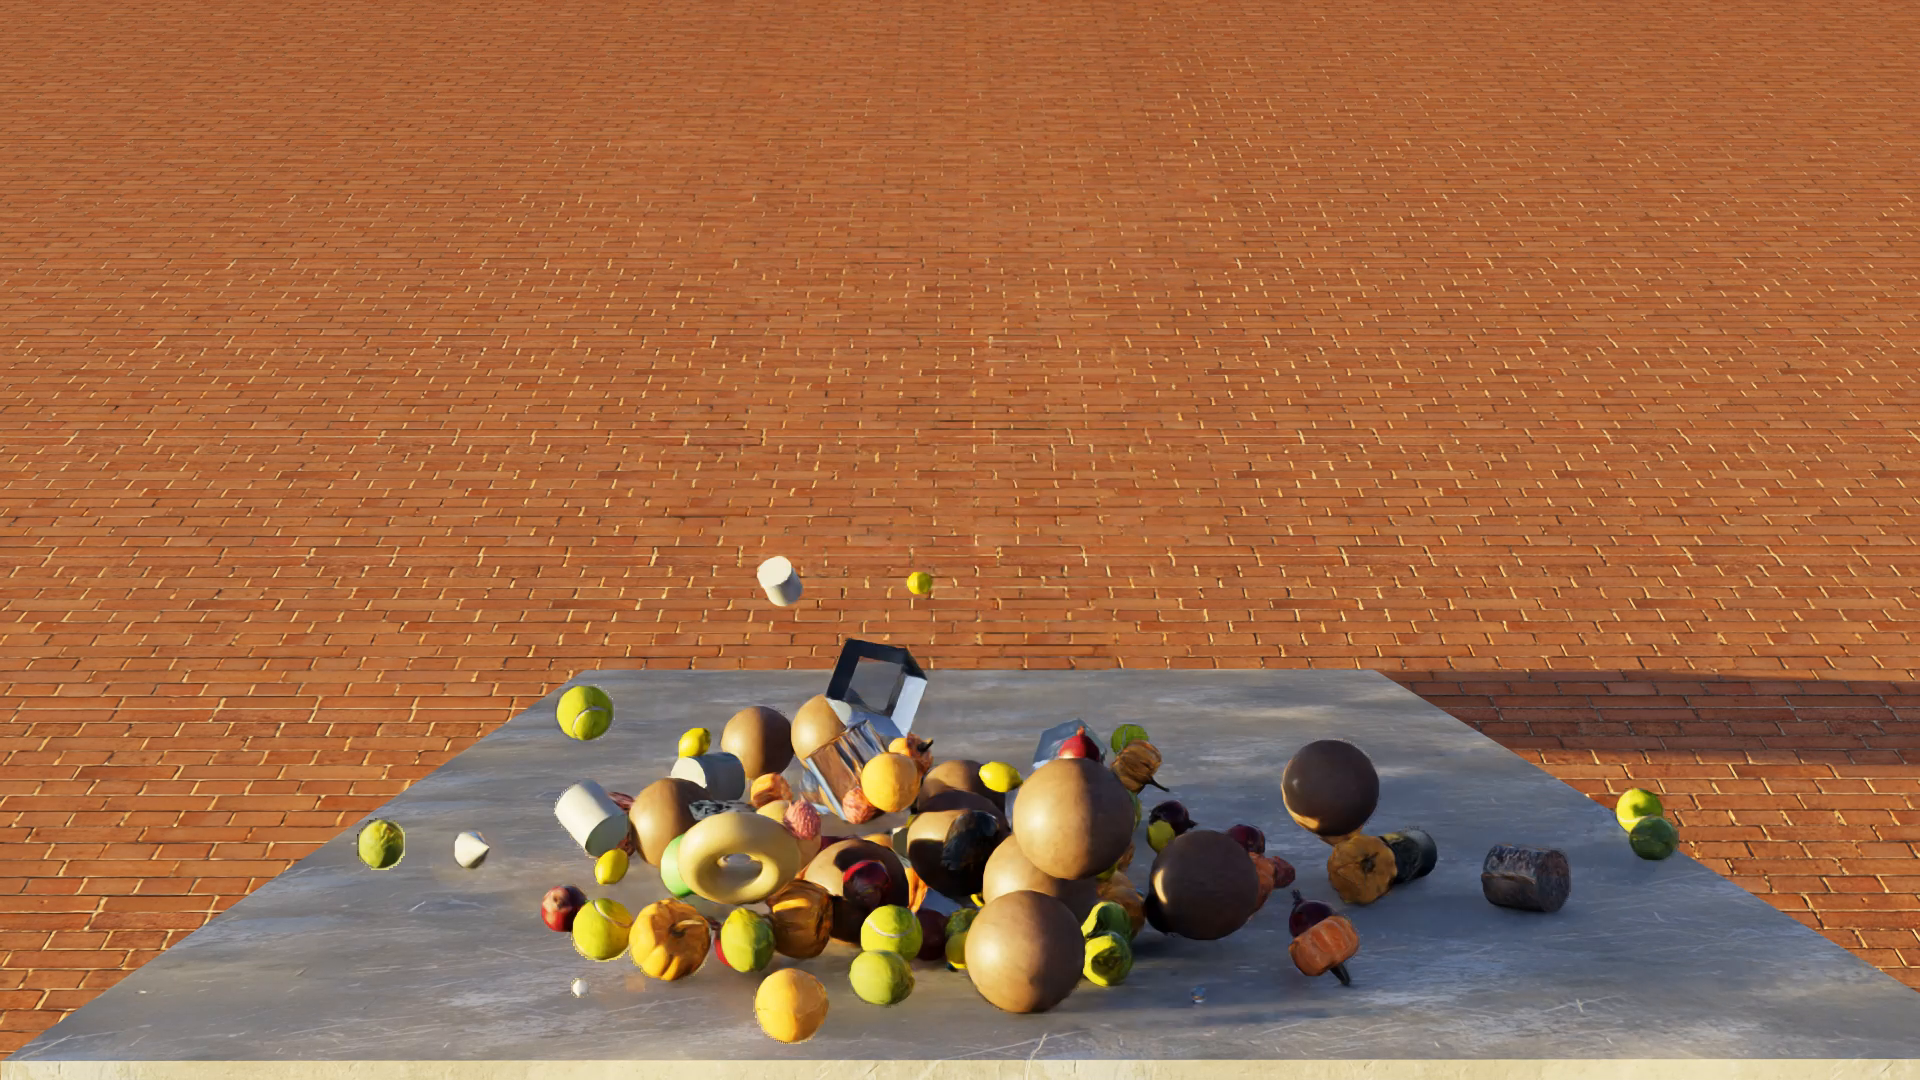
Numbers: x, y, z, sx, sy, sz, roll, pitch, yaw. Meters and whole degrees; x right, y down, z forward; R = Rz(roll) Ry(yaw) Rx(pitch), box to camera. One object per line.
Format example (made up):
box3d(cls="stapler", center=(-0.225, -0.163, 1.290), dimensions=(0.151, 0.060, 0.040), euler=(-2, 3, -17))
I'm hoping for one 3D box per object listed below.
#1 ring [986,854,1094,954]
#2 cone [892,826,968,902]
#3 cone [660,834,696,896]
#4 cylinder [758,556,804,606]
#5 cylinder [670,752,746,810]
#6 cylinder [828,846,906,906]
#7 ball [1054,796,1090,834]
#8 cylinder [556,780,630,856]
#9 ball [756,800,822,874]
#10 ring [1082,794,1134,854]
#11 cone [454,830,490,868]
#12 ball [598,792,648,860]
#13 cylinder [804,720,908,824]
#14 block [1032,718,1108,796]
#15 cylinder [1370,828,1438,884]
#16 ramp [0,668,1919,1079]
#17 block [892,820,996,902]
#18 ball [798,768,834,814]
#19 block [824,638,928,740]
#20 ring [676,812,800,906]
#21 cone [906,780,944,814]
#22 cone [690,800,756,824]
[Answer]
box3d(cls="ring", center=(0.095, 0.433, 3.062), dimensions=(0.134, 0.045, 0.134), euler=(-10, 45, 10))
box3d(cls="cone", center=(-0.046, 0.432, 3.268), dimensions=(0.098, 0.098, 0.098), euler=(10, 24, -4))
box3d(cls="cone", center=(-0.327, 0.422, 3.287), dimensions=(0.082, 0.082, 0.082), euler=(-15, 12, -32))
box3d(cls="cylinder", center=(-0.268, 0.062, 3.844), dimensions=(0.053, 0.053, 0.053), euler=(-10, 51, 12))
box3d(cls="cylinder", center=(-0.411, 0.393, 4.196), dimensions=(0.086, 0.086, 0.086), euler=(20, 15, 40))
box3d(cls="cylinder", center=(-0.120, 0.432, 3.307), dimensions=(0.076, 0.076, 0.076), euler=(-13, -2, -29))
box3d(cls="ball", center=(0.172, 0.420, 3.924), dimensions=(0.056, 0.056, 0.056), euler=(0, 22, 0))
box3d(cls="cylinder", center=(-0.486, 0.368, 3.407), dimensions=(0.070, 0.070, 0.070), euler=(-19, 48, -38))
box3d(cls="ball", center=(-0.205, 0.347, 2.992), dimensions=(0.089, 0.089, 0.089), euler=(0, 22, 0))
box3d(cls="ring", center=(0.214, 0.412, 3.734), dimensions=(0.096, 0.096, 0.032), euler=(-21, 36, -41))
box3d(cls="cone", center=(-0.671, 0.432, 3.600), dimensions=(0.054, 0.054, 0.054), euler=(-20, 4, -39))
box3d(cls="ball", center=(-0.499, 0.410, 3.693), dimensions=(0.098, 0.098, 0.098), euler=(0, 22, 0))
box3d(cls="cylinder", center=(-0.131, 0.291, 3.235), dimensions=(0.095, 0.095, 0.095), euler=(-32, 1, 1))
box3d(cls="block", center=(0.164, 0.323, 3.835), dimensions=(0.071, 0.071, 0.071), euler=(-24, 29, 35))
box3d(cls="cylinder", center=(0.607, 0.432, 3.518), dimensions=(0.069, 0.069, 0.069), euler=(16, 11, 34))
box3d(cls="ramp", center=(0.052, 0.470, 4.535), dimensions=(2.000, 0.100, 4.000), euler=(0, 3, 0))
box3d(cls="block", center=(-0.021, 0.423, 3.395), dimensions=(0.093, 0.093, 0.093), euler=(-3, 0, 42))
box3d(cls="ball", center=(-0.219, 0.398, 4.131), dimensions=(0.081, 0.081, 0.081), euler=(0, 22, 0))
box3d(cls="block", center=(-0.120, 0.215, 3.716), dimensions=(0.098, 0.098, 0.098), euler=(10, 64, 23))
box3d(cls="ring", center=(-0.248, 0.357, 2.881), dimensions=(0.139, 0.139, 0.046), euler=(-1, 44, -3))
box3d(cls="cone", center=(-0.067, 0.422, 4.086), dimensions=(0.062, 0.062, 0.062), euler=(8, 25, 18))
box3d(cls="cone", center=(-0.322, 0.405, 3.464), dimensions=(0.091, 0.091, 0.091), euler=(1, -20, 0))
